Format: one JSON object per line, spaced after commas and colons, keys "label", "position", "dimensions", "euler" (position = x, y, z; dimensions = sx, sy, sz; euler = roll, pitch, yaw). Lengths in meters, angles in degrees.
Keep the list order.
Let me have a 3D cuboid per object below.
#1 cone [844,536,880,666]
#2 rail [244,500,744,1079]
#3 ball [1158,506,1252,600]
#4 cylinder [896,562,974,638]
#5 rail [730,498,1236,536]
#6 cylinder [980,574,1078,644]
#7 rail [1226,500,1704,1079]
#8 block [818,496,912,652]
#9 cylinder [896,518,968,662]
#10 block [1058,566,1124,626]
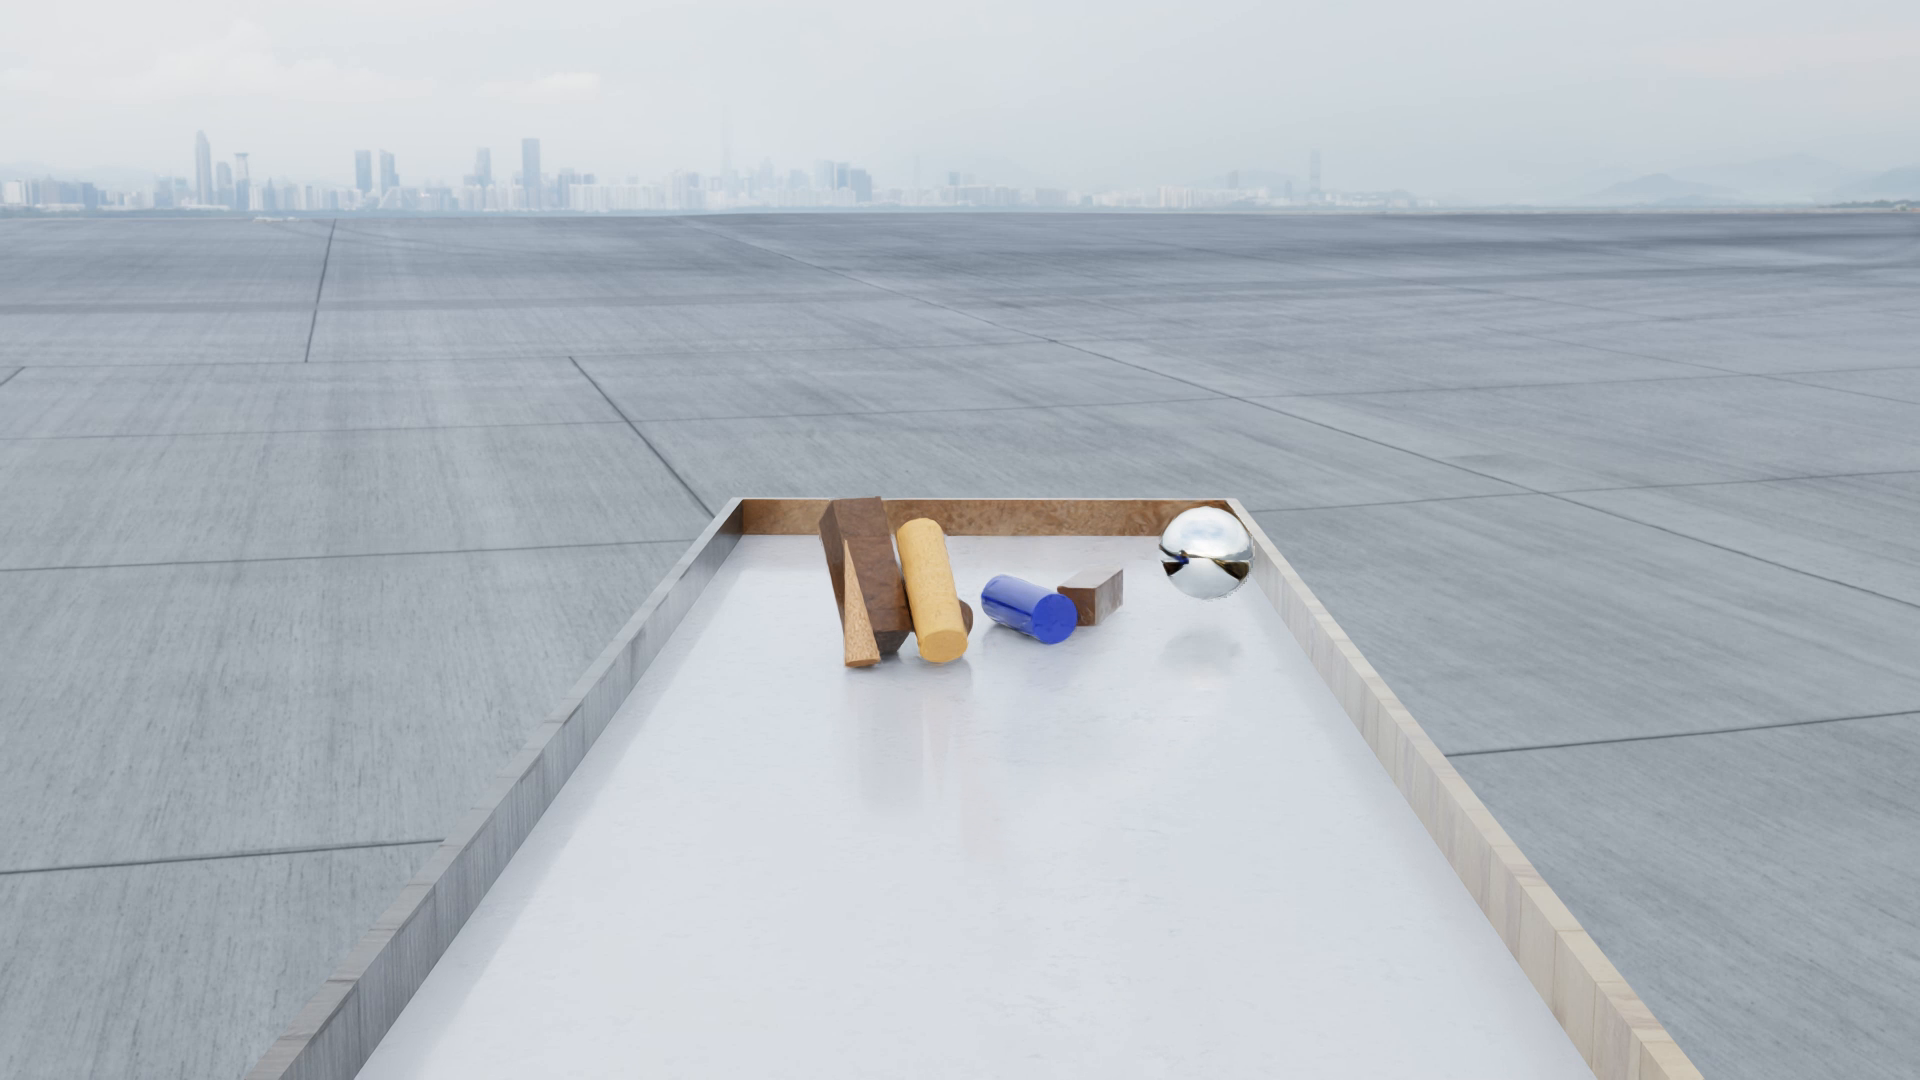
{"label": "cone", "position": [-0.320, 0.174, 6.603], "dimensions": [0.110, 0.398, 0.110], "euler": [-8, -13, -2]}
{"label": "rail", "position": [-1.004, 0.839, 3.234], "dimensions": [0.050, 0.150, 12.000], "euler": [0, 9, 1]}
{"label": "ball", "position": [0.829, 0.044, 7.427], "dimensions": [0.314, 0.314, 0.314], "euler": [0, 9, 0]}
{"label": "cylinder", "position": [-0.118, 0.208, 6.926], "dimensions": [0.168, 0.168, 0.319], "euler": [-7, 26, -37]}
{"label": "rail", "position": [0.099, -0.098, 9.147], "dimensions": [2.100, 0.150, 0.050], "euler": [0, 9, 1]}
{"label": "cylinder", "position": [0.220, 0.220, 7.106], "dimensions": [0.160, 0.160, 0.385], "euler": [-4, 10, -24]}
{"label": "rail", "position": [1.046, 0.843, 3.208], "dimensions": [0.050, 0.150, 12.000], "euler": [0, 9, 1]}
{"label": "block", "position": [-0.296, 0.110, 6.825], "dimensions": [0.162, 0.458, 0.162], "euler": [-4, -26, -23]}
{"label": "cylinder", "position": [-0.089, 0.151, 6.717], "dimensions": [0.149, 0.149, 0.456], "euler": [-2, 48, -13]}
{"label": "block", "position": [0.443, 0.188, 7.419], "dimensions": [0.127, 0.127, 0.425], "euler": [3, 9, 17]}
